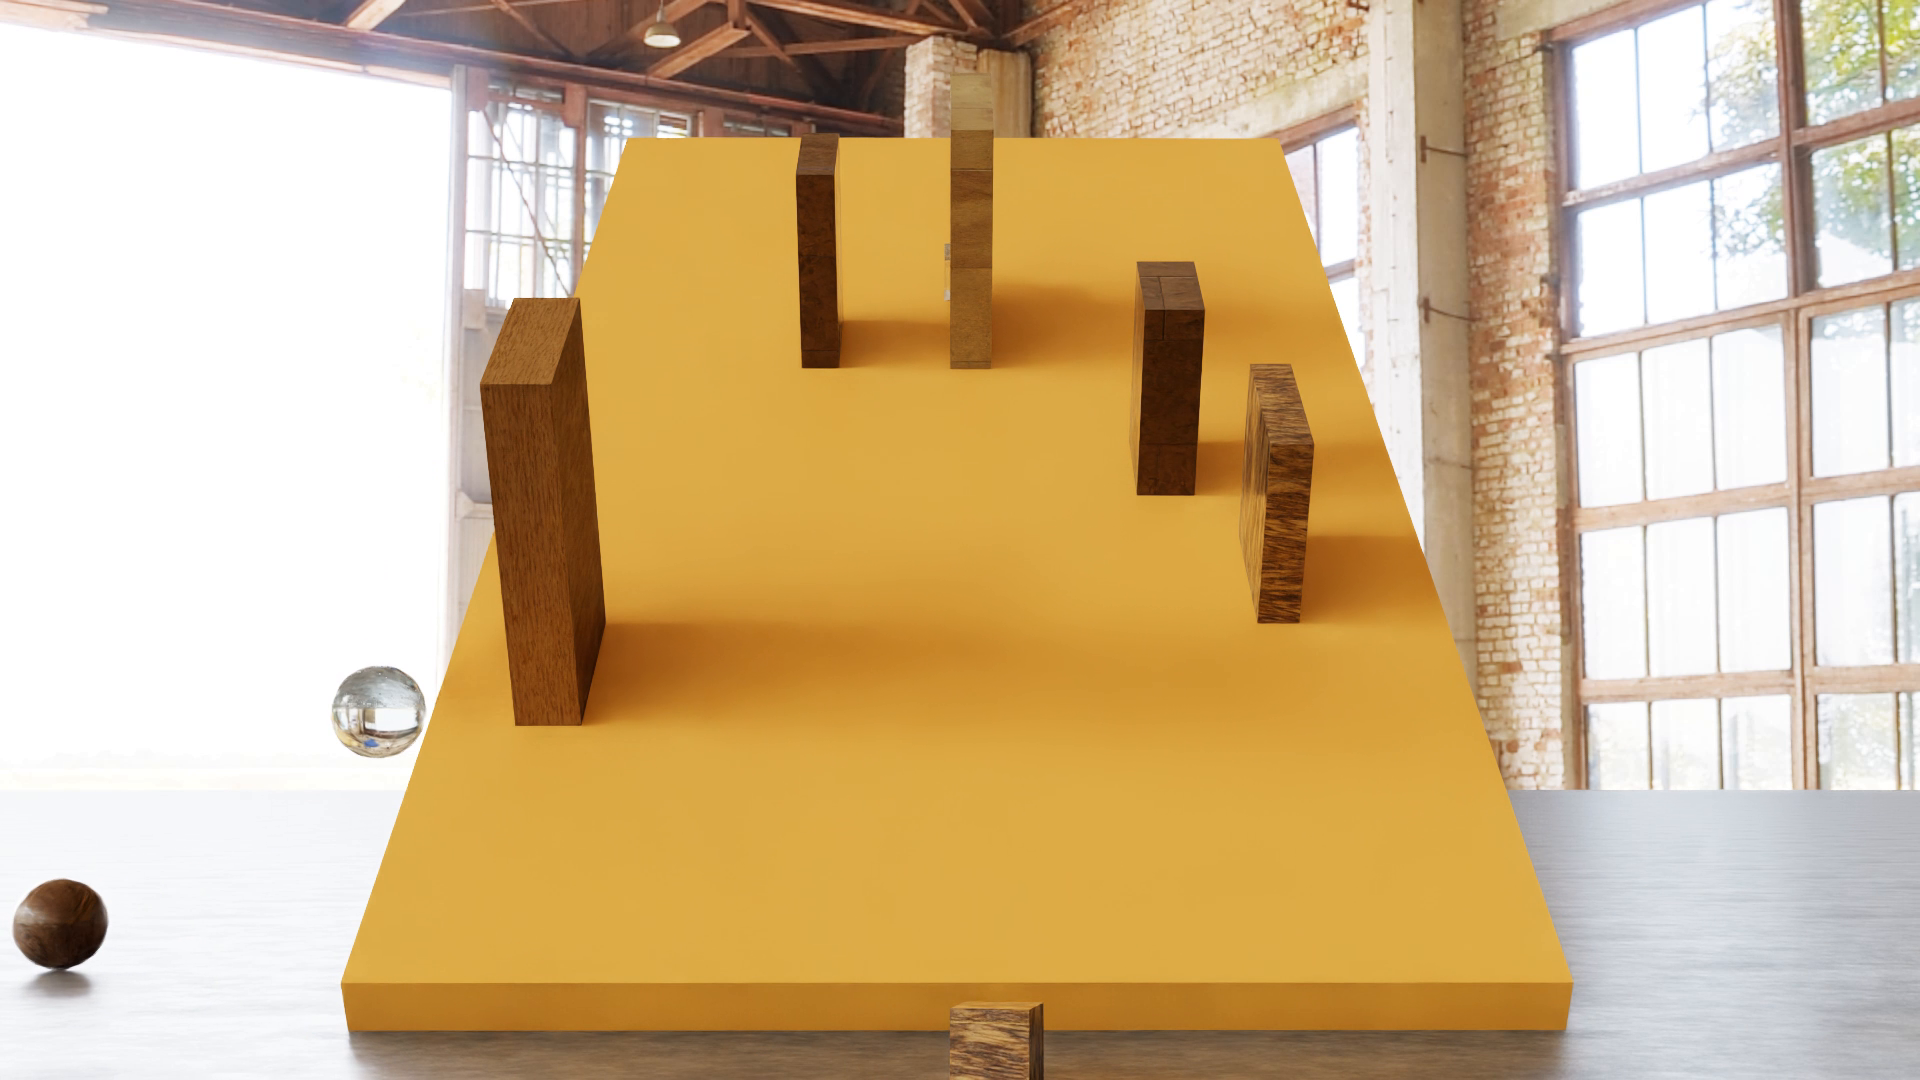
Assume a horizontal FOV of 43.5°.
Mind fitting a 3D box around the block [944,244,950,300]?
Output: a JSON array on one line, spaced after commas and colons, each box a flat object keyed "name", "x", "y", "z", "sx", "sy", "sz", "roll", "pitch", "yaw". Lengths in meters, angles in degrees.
[{"name": "block", "x": 0.016, "y": -0.705, "z": 6.323, "sx": 0.114, "sy": 0.114, "sz": 0.114, "roll": 0, "pitch": 29, "yaw": 0}]

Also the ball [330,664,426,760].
[{"name": "ball", "x": -1.105, "y": 0.326, "z": 4.567, "sx": 0.181, "sy": 0.181, "sz": 0.181, "roll": 0, "pitch": -6, "yaw": 0}]

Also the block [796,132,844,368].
[{"name": "block", "x": -0.345, "y": -0.715, "z": 5.940, "sx": 0.092, "sy": 0.505, "sz": 0.290, "roll": 0, "pitch": 29, "yaw": 0}]

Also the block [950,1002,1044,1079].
[{"name": "block", "x": 0.050, "y": 0.678, "z": 3.222, "sx": 0.107, "sy": 0.107, "sz": 0.107, "roll": -1, "pitch": -6, "yaw": 12}]

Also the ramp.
[{"name": "ramp", "x": -0.012, "y": -0.215, "z": 5.668, "sx": 2.000, "sy": 0.100, "sz": 4.000, "roll": 0, "pitch": 29, "yaw": 0}]

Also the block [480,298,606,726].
[{"name": "block", "x": -0.779, "y": -0.053, "z": 4.539, "sx": 0.125, "sy": 0.715, "sz": 0.379, "roll": 0, "pitch": 29, "yaw": 0}]

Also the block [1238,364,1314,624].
[{"name": "block", "x": 0.647, "y": -0.099, "z": 4.945, "sx": 0.085, "sy": 0.408, "sz": 0.371, "roll": 0, "pitch": 29, "yaw": 0}]

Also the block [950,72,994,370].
[{"name": "block", "x": 0.026, "y": -0.794, "z": 5.967, "sx": 0.101, "sy": 0.617, "sz": 0.420, "roll": 0, "pitch": 29, "yaw": 0}]

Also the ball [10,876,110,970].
[{"name": "ball", "x": -1.959, "y": 0.835, "z": 5.235, "sx": 0.200, "sy": 0.200, "sz": 0.200, "roll": 0, "pitch": -6, "yaw": 0}]

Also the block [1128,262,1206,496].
[{"name": "block", "x": 0.459, "y": -0.361, "z": 5.368, "sx": 0.129, "sy": 0.451, "sz": 0.266, "roll": 0, "pitch": 29, "yaw": 0}]
